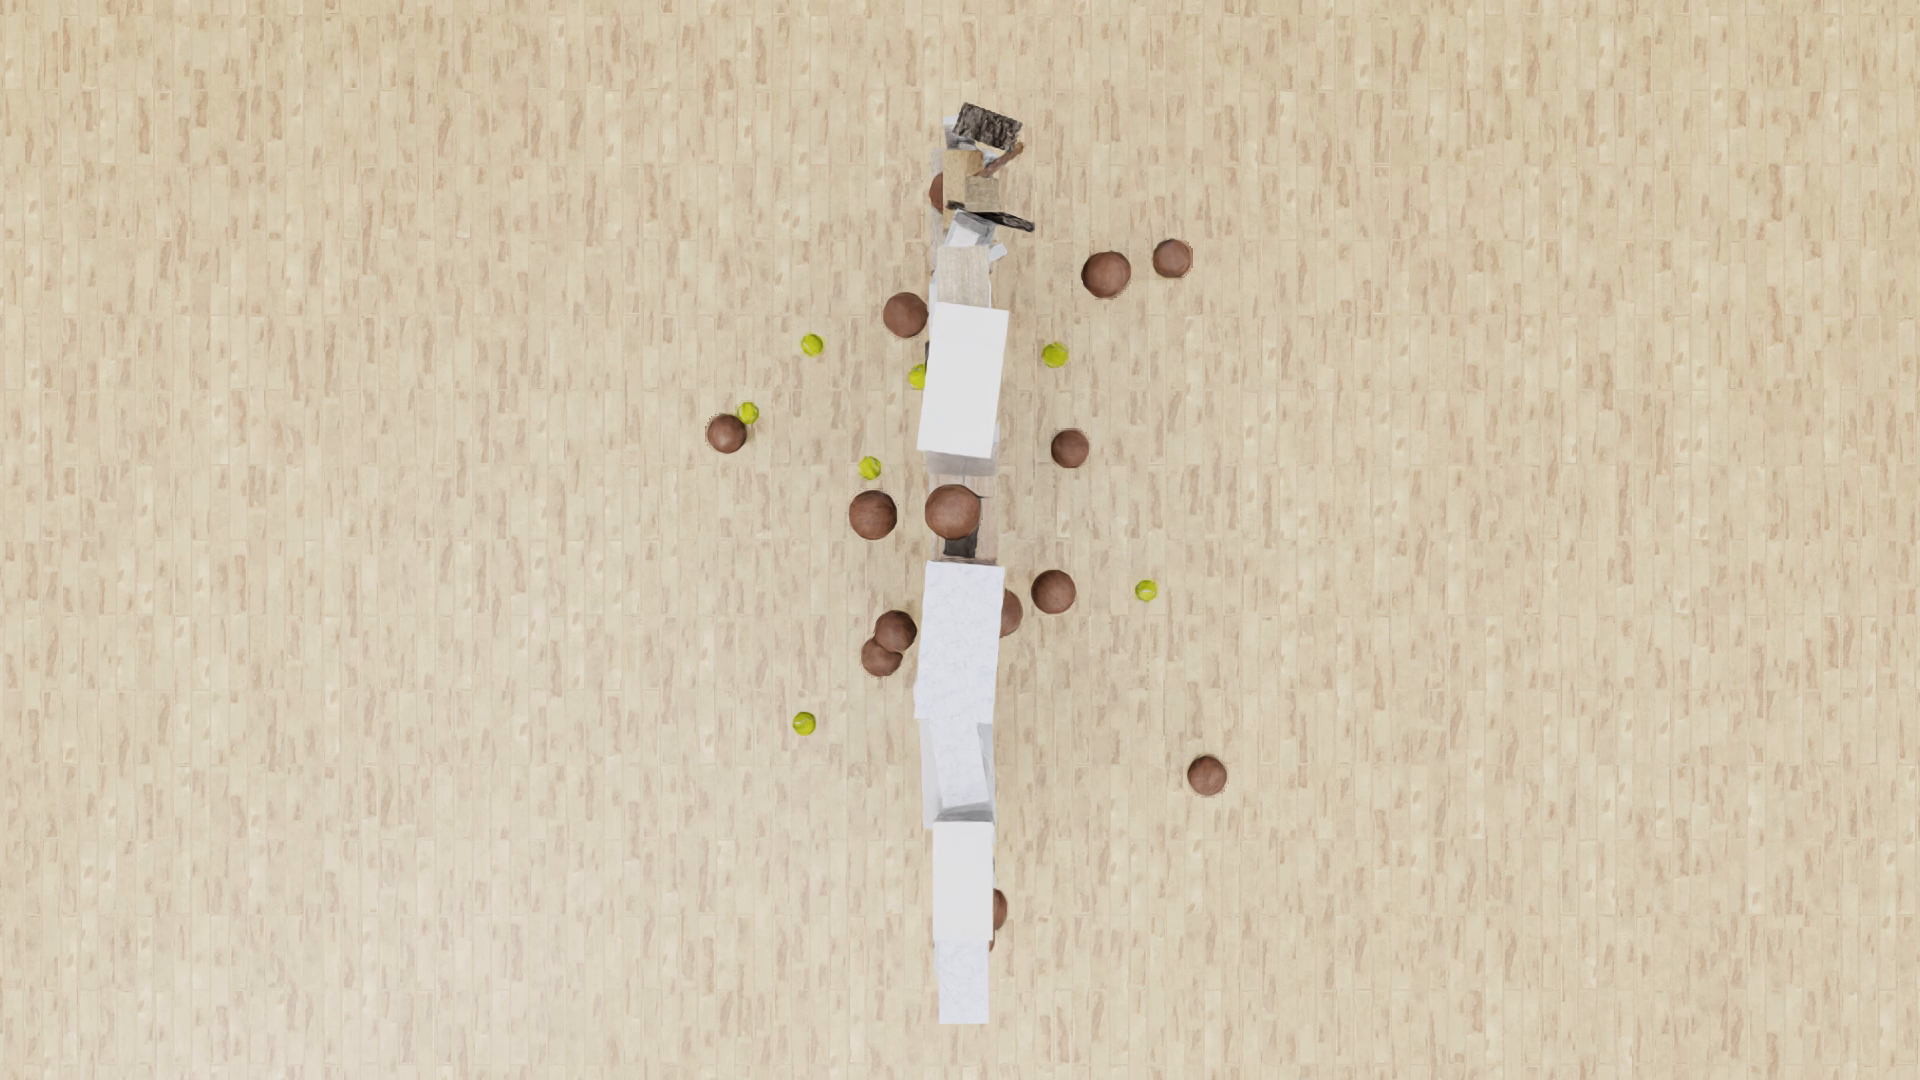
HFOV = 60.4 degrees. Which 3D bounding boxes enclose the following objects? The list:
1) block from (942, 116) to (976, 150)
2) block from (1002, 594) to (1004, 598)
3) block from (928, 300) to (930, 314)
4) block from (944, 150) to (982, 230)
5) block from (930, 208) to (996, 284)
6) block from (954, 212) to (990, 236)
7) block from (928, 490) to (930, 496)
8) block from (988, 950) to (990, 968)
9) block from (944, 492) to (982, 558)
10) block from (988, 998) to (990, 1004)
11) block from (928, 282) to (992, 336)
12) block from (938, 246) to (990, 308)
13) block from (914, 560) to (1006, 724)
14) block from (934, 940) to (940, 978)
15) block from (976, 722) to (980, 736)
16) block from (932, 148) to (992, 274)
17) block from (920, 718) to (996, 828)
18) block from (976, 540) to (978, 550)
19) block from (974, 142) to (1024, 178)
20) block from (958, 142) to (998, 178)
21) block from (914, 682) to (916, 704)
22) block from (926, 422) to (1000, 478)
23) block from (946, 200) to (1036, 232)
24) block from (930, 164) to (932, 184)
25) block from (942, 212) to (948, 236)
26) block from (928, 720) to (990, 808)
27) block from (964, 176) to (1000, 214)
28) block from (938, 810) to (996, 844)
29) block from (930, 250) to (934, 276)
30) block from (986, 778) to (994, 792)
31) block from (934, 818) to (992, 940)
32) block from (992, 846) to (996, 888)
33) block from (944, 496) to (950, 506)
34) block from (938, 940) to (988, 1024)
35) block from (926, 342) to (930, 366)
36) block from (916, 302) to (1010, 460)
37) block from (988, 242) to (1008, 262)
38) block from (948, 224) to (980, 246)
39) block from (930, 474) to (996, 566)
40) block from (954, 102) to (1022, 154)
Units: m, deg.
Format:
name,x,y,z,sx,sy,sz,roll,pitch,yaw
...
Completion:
name,x,y,z,sx,sy,sz,roll,pitch,yaw
block,0.001,-1.111,4.550,0.082,0.406,0.023,-4,90,2
block,0.011,0.095,3.848,0.173,0.357,0.049,1,93,-1
block,-0.001,-0.577,4.245,0.153,0.322,0.043,-2,90,0
block,0.007,-0.961,4.527,0.106,0.030,0.212,0,90,0
block,0.007,-0.718,4.176,0.107,0.030,0.214,19,88,0
block,0.031,-0.782,4.077,0.083,0.167,0.024,27,101,-2
block,0.001,-0.116,4.230,0.158,0.316,0.045,0,84,0
block,0.007,1.074,4.306,0.135,0.286,0.038,-9,89,0
block,0.007,-0.034,3.856,0.073,0.021,0.147,6,104,-2
block,0.010,1.118,4.173,0.115,0.554,0.033,0,86,0
block,0.003,-0.476,4.062,0.153,0.043,0.307,-1,90,0
block,0.007,-0.553,3.787,0.118,0.033,0.236,0,90,0
block,-0.001,0.225,3.643,0.173,0.049,0.346,5,90,0
block,0.004,0.961,4.144,0.135,0.038,0.271,0,90,0
block,-0.009,0.440,3.909,0.106,0.212,0.030,-2,77,1
block,0.006,-0.954,4.780,0.177,0.050,0.355,0,90,0
block,-0.007,0.522,4.042,0.177,0.050,0.354,-3,90,0
block,0.006,0.003,3.952,0.073,0.147,0.021,1,96,0
block,0.097,-1.010,4.440,0.164,0.082,0.023,-32,104,23
block,0.048,-1.068,4.648,0.106,0.212,0.030,19,91,0
block,-0.017,0.360,3.842,0.173,0.346,0.049,3,85,0
block,0.005,-0.212,3.860,0.165,0.330,0.047,3,79,0
block,0.073,-0.838,4.256,0.083,0.517,0.024,16,100,-20
block,0.004,-1.070,5.153,0.177,0.695,0.050,0,90,0
block,0.006,-0.892,4.648,0.106,0.212,0.030,0,91,0
block,-0.003,0.500,3.785,0.106,0.030,0.212,-10,88,1
block,0.053,-0.852,4.067,0.083,0.166,0.024,4,124,-2
block,0.014,0.678,3.883,0.133,0.266,0.038,-4,89,0
block,0.004,-0.835,4.982,0.177,0.355,0.050,0,90,0
block,0.020,0.585,3.907,0.106,0.212,0.030,-5,82,-3
block,0.006,0.767,3.731,0.133,0.038,0.266,0,90,0
block,0.022,0.851,4.299,0.135,0.271,0.038,-4,95,0
block,0.002,-0.094,3.950,0.073,0.147,0.021,1,94,2
block,0.008,1.018,3.877,0.115,0.033,0.230,0,91,0
block,0.004,-0.397,3.869,0.165,0.341,0.047,0,82,0
block,0.006,-0.354,3.672,0.165,0.047,0.330,7,89,0
block,0.034,-0.754,4.473,0.107,0.563,0.030,-30,100,-2
block,-0.002,-0.705,4.032,0.059,0.017,0.118,23,89,-1
block,0.006,-0.032,4.049,0.158,0.045,0.316,-1,91,-1
block,0.073,-1.085,4.338,0.164,0.023,0.082,18,114,-7
